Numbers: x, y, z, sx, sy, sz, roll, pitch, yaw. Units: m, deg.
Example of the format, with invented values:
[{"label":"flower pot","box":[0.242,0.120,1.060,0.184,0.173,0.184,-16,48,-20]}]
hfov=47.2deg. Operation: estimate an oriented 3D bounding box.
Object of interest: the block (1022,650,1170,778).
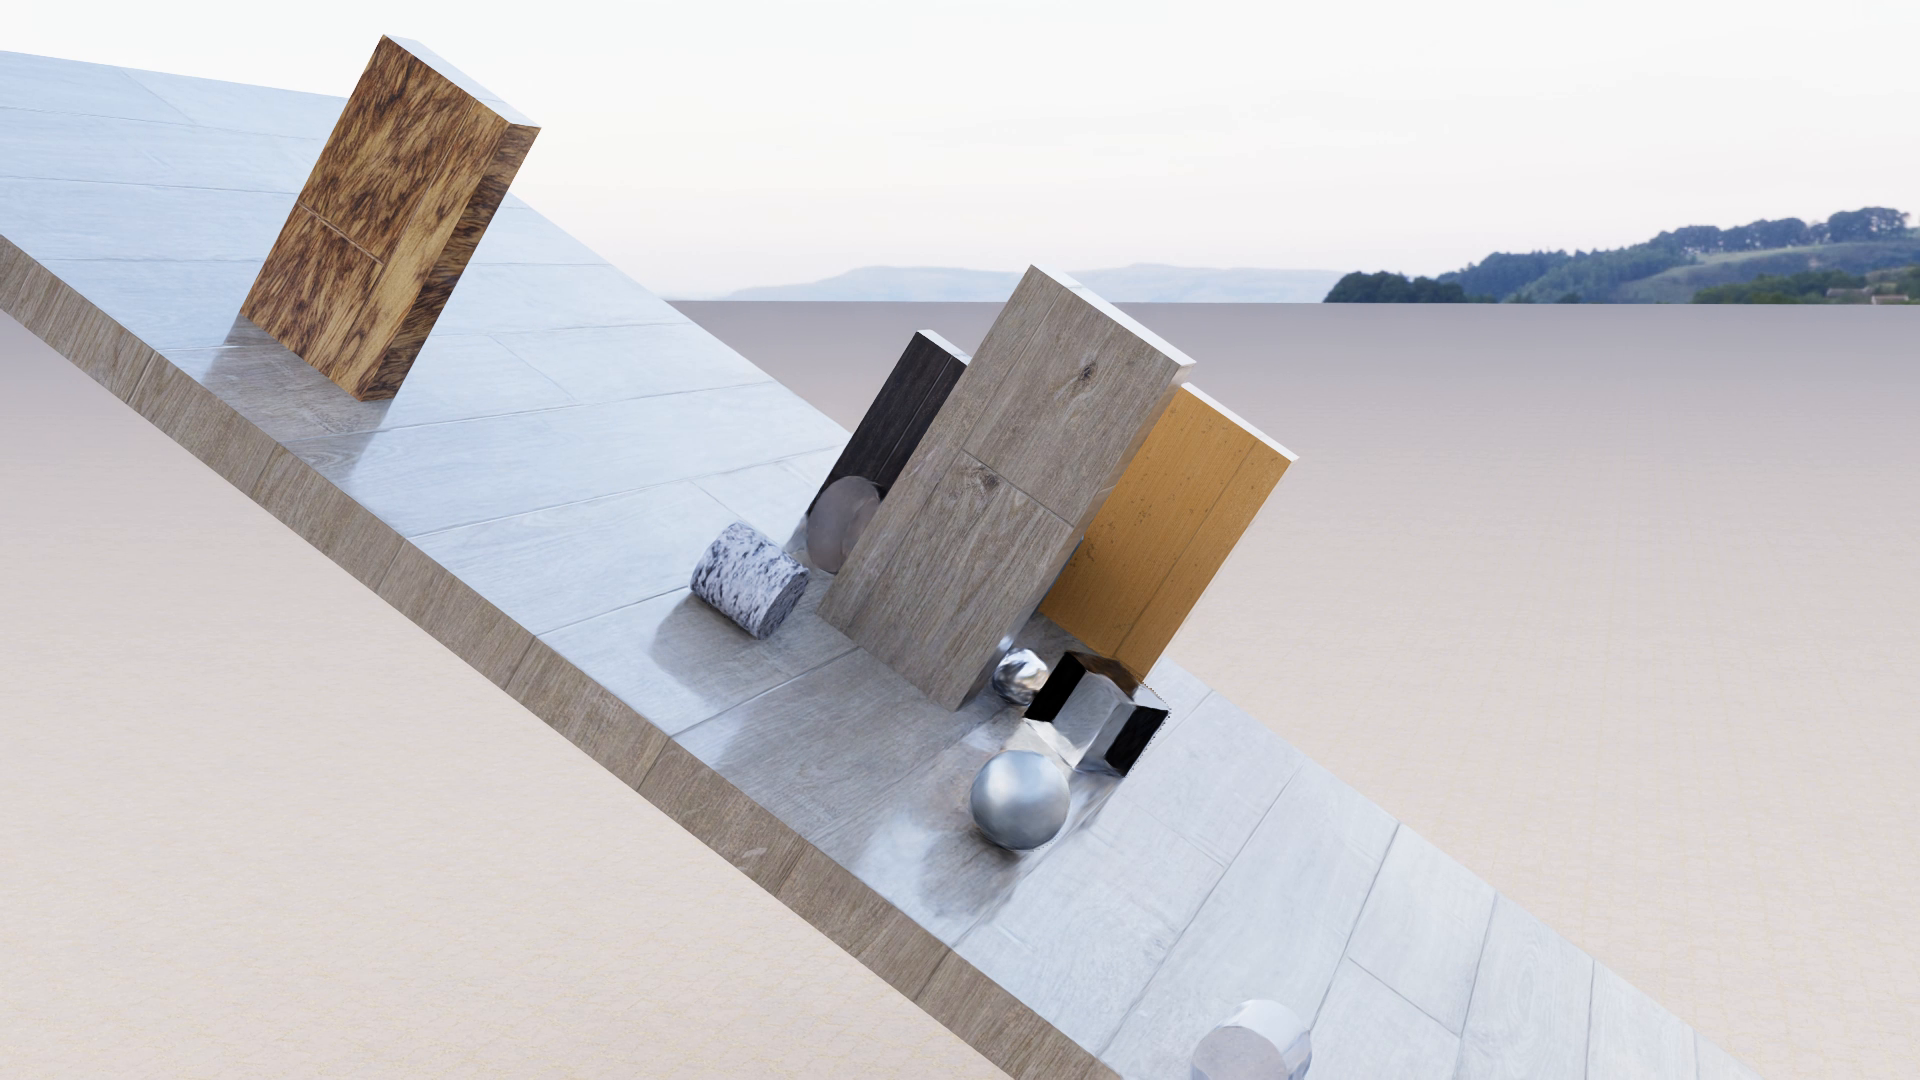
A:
[{"label":"block","box":[0.250,0.321,4.050,0.158,0.158,0.158,15,23,-48]}]

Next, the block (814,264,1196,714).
[{"label":"block","box":[0.074,-0.090,3.871,0.311,0.736,0.136,35,15,10]}]

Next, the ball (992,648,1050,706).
[{"label":"ball","box":[0.112,0.254,4.080,0.107,0.107,0.107,0,7,0]}]

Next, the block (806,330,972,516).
[{"label":"block","box":[-0.034,-0.130,4.363,0.374,0.436,0.089,35,15,10]}]

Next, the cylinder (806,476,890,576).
[{"label":"cylinder","box":[-0.157,-0.003,4.158,0.190,0.190,0.190,6,-12,43]}]

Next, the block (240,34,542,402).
[{"label":"block","box":[-0.937,-0.524,3.607,0.268,0.529,0.103,35,15,10]}]

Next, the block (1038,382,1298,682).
[{"label":"block","box":[0.436,-0.015,4.674,0.283,0.574,0.103,35,15,10]}]

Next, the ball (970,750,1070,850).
[{"label":"ball","box":[0.095,0.409,3.461,0.158,0.158,0.158,0,7,0]}]

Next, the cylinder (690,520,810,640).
[{"label":"cylinder","box":[-0.350,0.067,3.674,0.143,0.143,0.143,36,16,11]}]

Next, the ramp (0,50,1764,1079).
[{"label":"ramp","box":[-0.131,0.220,4.101,4.000,0.100,2.000,35,15,10]}]

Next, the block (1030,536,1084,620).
[{"label":"block","box":[0.124,0.005,4.701,0.205,0.205,0.205,32,15,-4]}]

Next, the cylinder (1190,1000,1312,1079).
[{"label":"cylinder","box":[0.412,0.735,3.101,0.139,0.139,0.139,3,5,23]}]
